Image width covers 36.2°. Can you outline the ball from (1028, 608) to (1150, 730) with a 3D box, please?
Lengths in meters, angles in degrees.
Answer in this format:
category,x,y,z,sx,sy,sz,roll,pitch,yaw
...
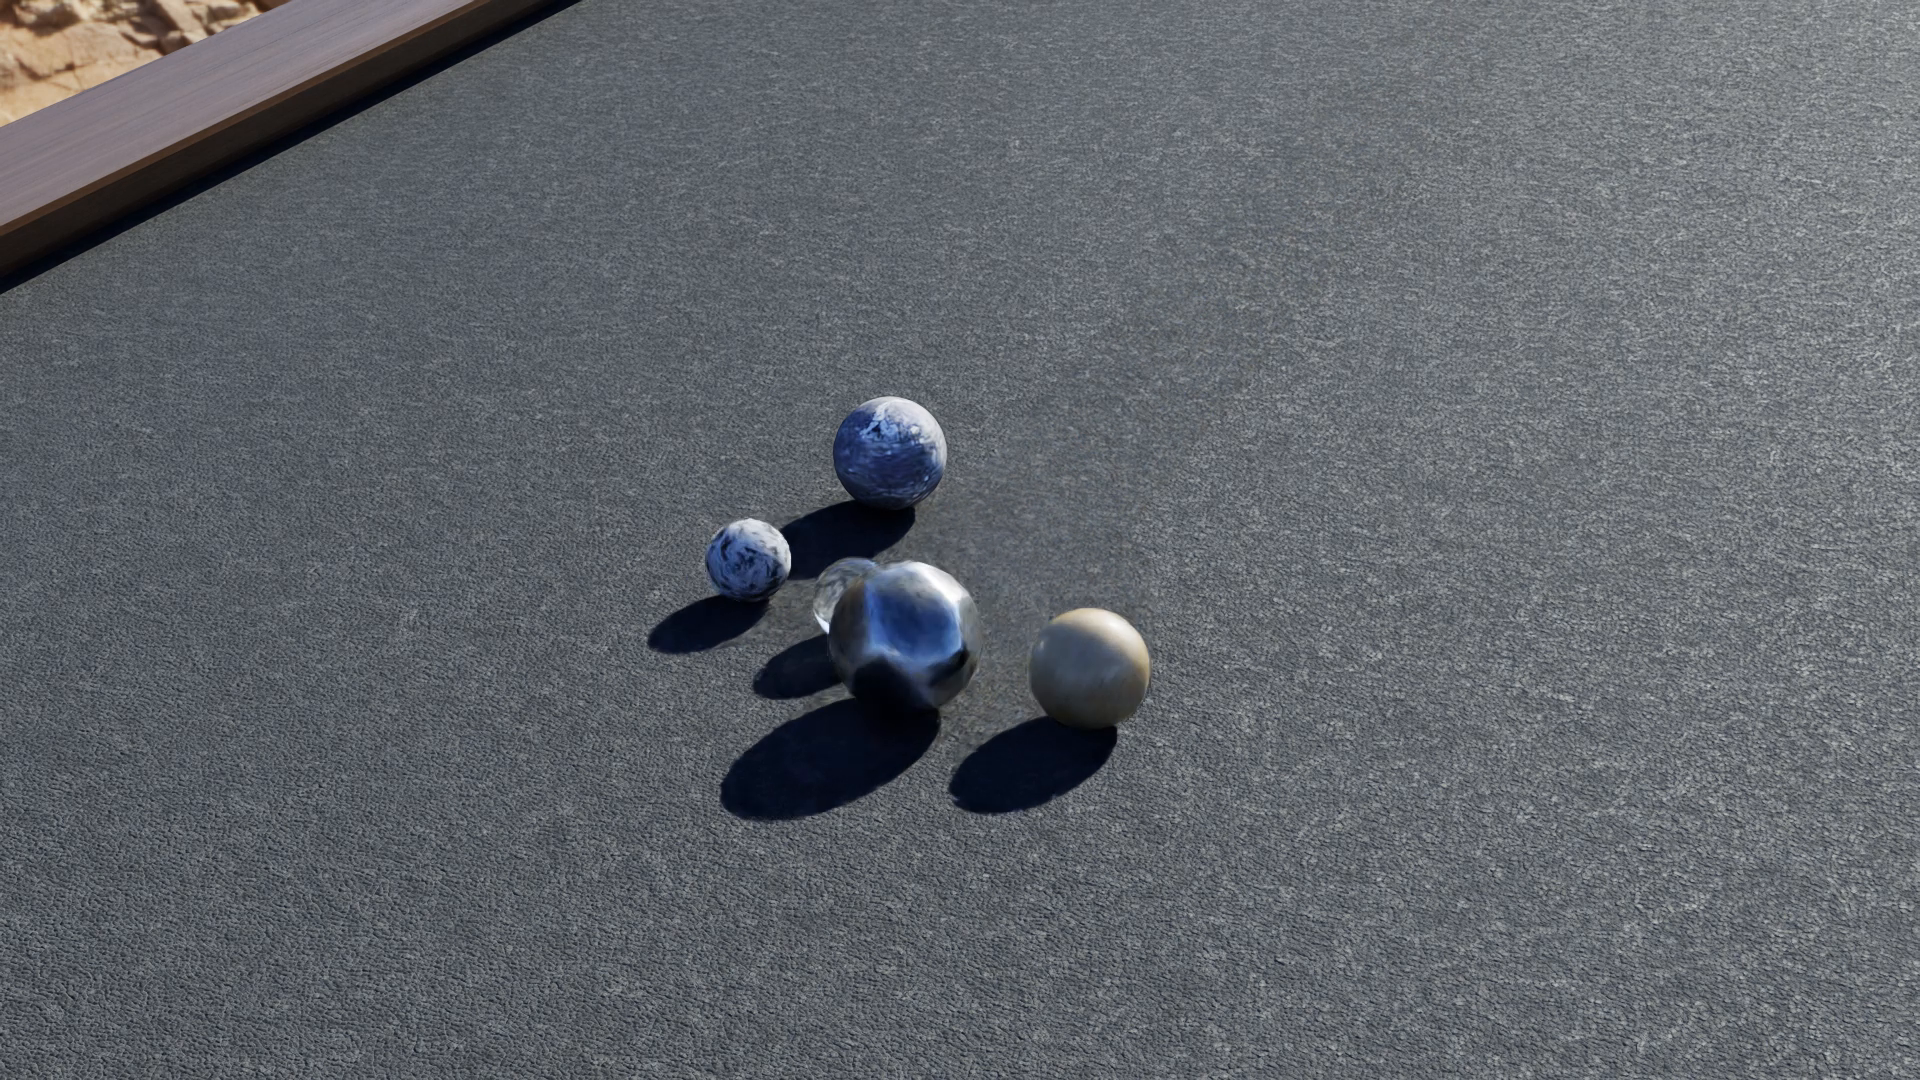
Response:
category,x,y,z,sx,sy,sz,roll,pitch,yaw
ball,0.073,0.073,1.669,0.070,0.070,0.070,0,26,0

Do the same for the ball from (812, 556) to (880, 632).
category,x,y,z,sx,sy,sz,roll,pitch,yaw
ball,-0.062,0.036,1.766,0.053,0.053,0.053,0,26,0

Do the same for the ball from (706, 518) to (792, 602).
category,x,y,z,sx,sy,sz,roll,pitch,yaw
ball,-0.130,0.013,1.814,0.052,0.052,0.052,0,26,0

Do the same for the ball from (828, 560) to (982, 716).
category,x,y,z,sx,sy,sz,roll,pitch,yaw
ball,-0.031,0.056,1.683,0.088,0.088,0.088,0,26,0

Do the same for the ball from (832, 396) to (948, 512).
category,x,y,z,sx,sy,sz,roll,pitch,yaw
ball,-0.046,-0.057,1.931,0.075,0.075,0.075,0,26,0

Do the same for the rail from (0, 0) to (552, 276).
category,x,y,z,sx,sy,sz,roll,pitch,yaw
rail,-0.513,-0.493,2.786,0.045,0.115,3.176,10,28,20
